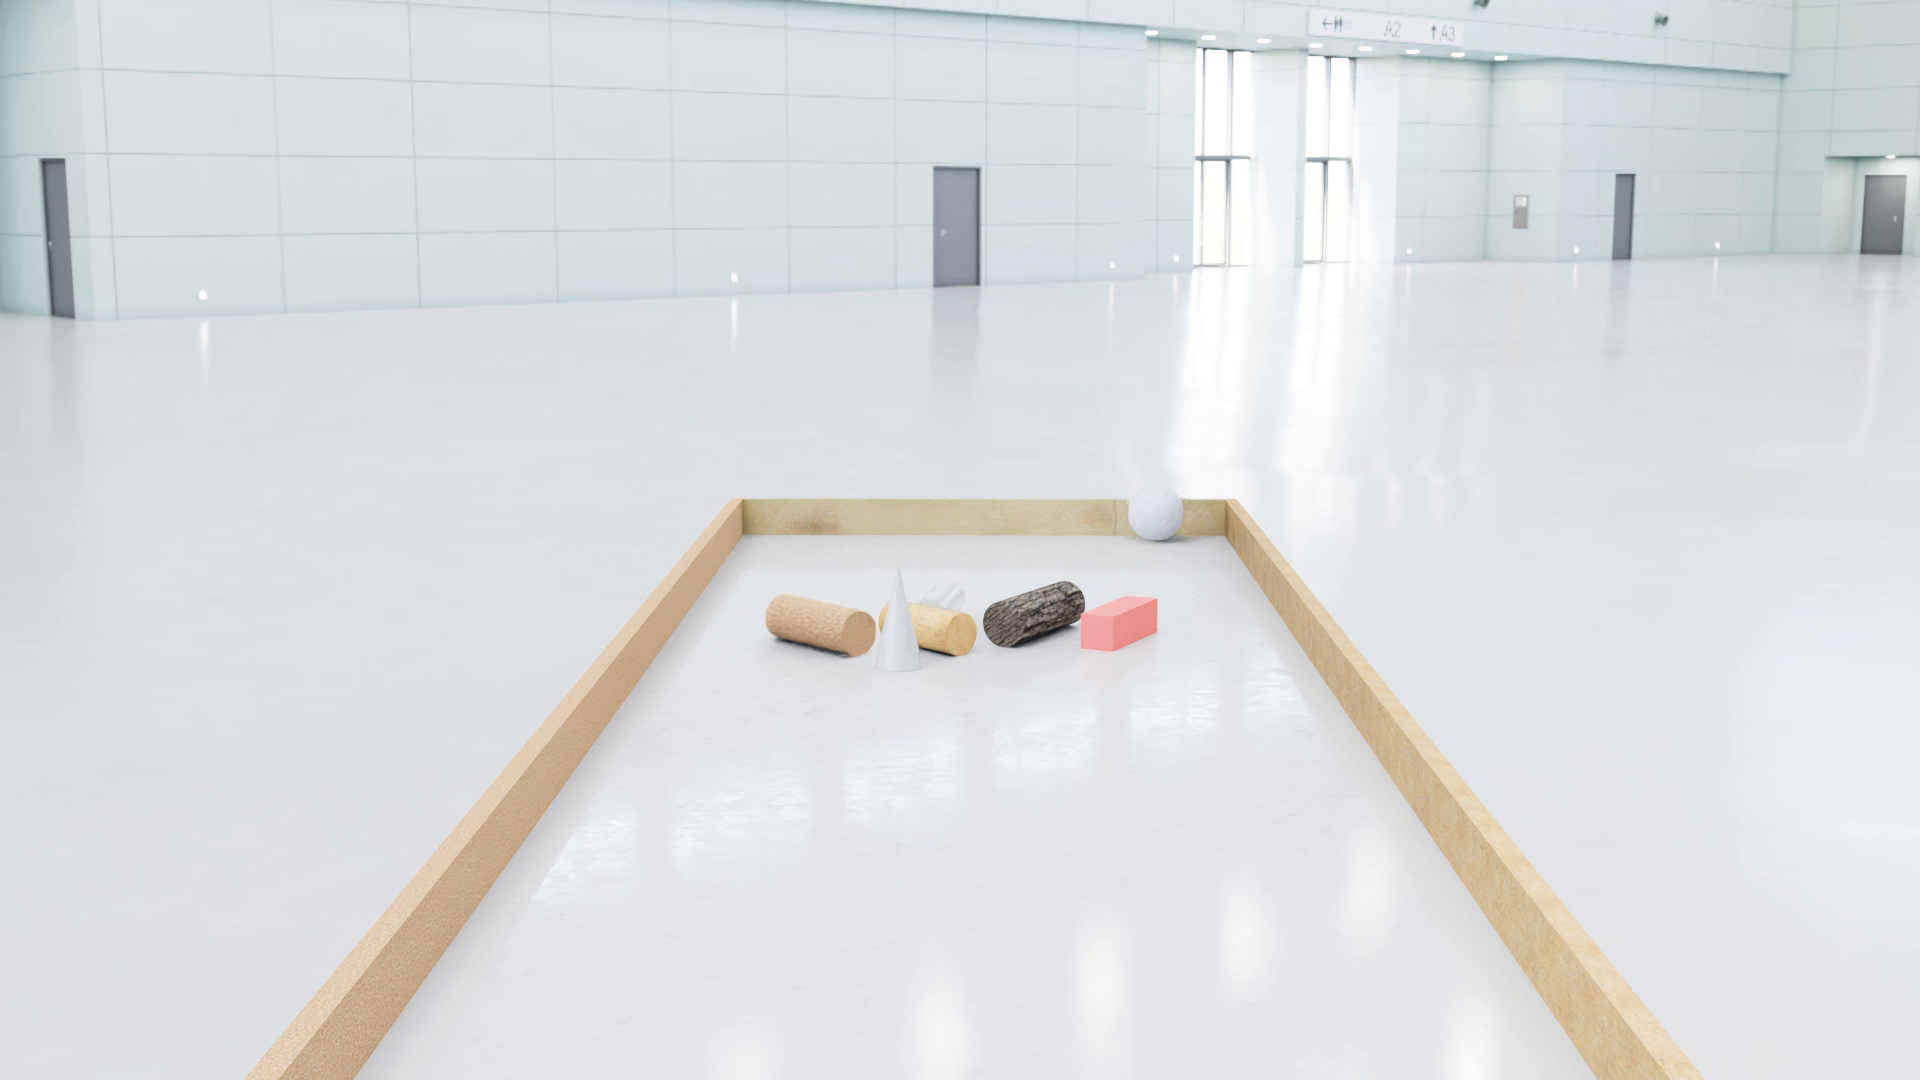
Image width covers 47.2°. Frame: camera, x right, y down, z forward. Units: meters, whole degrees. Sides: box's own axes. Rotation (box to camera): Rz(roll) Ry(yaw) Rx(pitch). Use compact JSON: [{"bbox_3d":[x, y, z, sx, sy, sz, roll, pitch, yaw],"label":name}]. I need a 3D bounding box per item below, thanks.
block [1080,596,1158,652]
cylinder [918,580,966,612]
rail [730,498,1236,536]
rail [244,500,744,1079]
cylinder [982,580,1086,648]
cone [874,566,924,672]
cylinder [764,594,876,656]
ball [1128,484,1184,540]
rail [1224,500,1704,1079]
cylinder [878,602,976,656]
[{"bbox_3d":[0.508,0.264,6.992,0.111,0.111,0.355,5,10,27],"label":"block"},{"bbox_3d":[-0.068,0.220,7.264,0.113,0.113,0.358,2,9,10],"label":"cylinder"},{"bbox_3d":[0.099,-0.098,9.147,2.100,0.150,0.050,0,9,1],"label":"rail"},{"bbox_3d":[-1.004,0.839,3.234,0.050,0.150,12.000,0,9,1],"label":"rail"},{"bbox_3d":[0.241,0.235,7.061,0.146,0.146,0.424,5,10,30],"label":"cylinder"},{"bbox_3d":[-0.184,0.225,6.581,0.149,0.316,0.149,0,9,0],"label":"cone"},{"bbox_3d":[-0.439,0.266,6.891,0.139,0.139,0.387,-8,12,-41],"label":"cylinder"},{"bbox_3d":[0.799,-0.111,8.981,0.229,0.229,0.229,0,9,0],"label":"ball"},{"bbox_3d":[1.046,0.843,3.208,0.050,0.150,12.000,0,9,1],"label":"rail"},{"bbox_3d":[-0.102,0.272,6.869,0.133,0.133,0.313,-8,12,-42],"label":"cylinder"}]
